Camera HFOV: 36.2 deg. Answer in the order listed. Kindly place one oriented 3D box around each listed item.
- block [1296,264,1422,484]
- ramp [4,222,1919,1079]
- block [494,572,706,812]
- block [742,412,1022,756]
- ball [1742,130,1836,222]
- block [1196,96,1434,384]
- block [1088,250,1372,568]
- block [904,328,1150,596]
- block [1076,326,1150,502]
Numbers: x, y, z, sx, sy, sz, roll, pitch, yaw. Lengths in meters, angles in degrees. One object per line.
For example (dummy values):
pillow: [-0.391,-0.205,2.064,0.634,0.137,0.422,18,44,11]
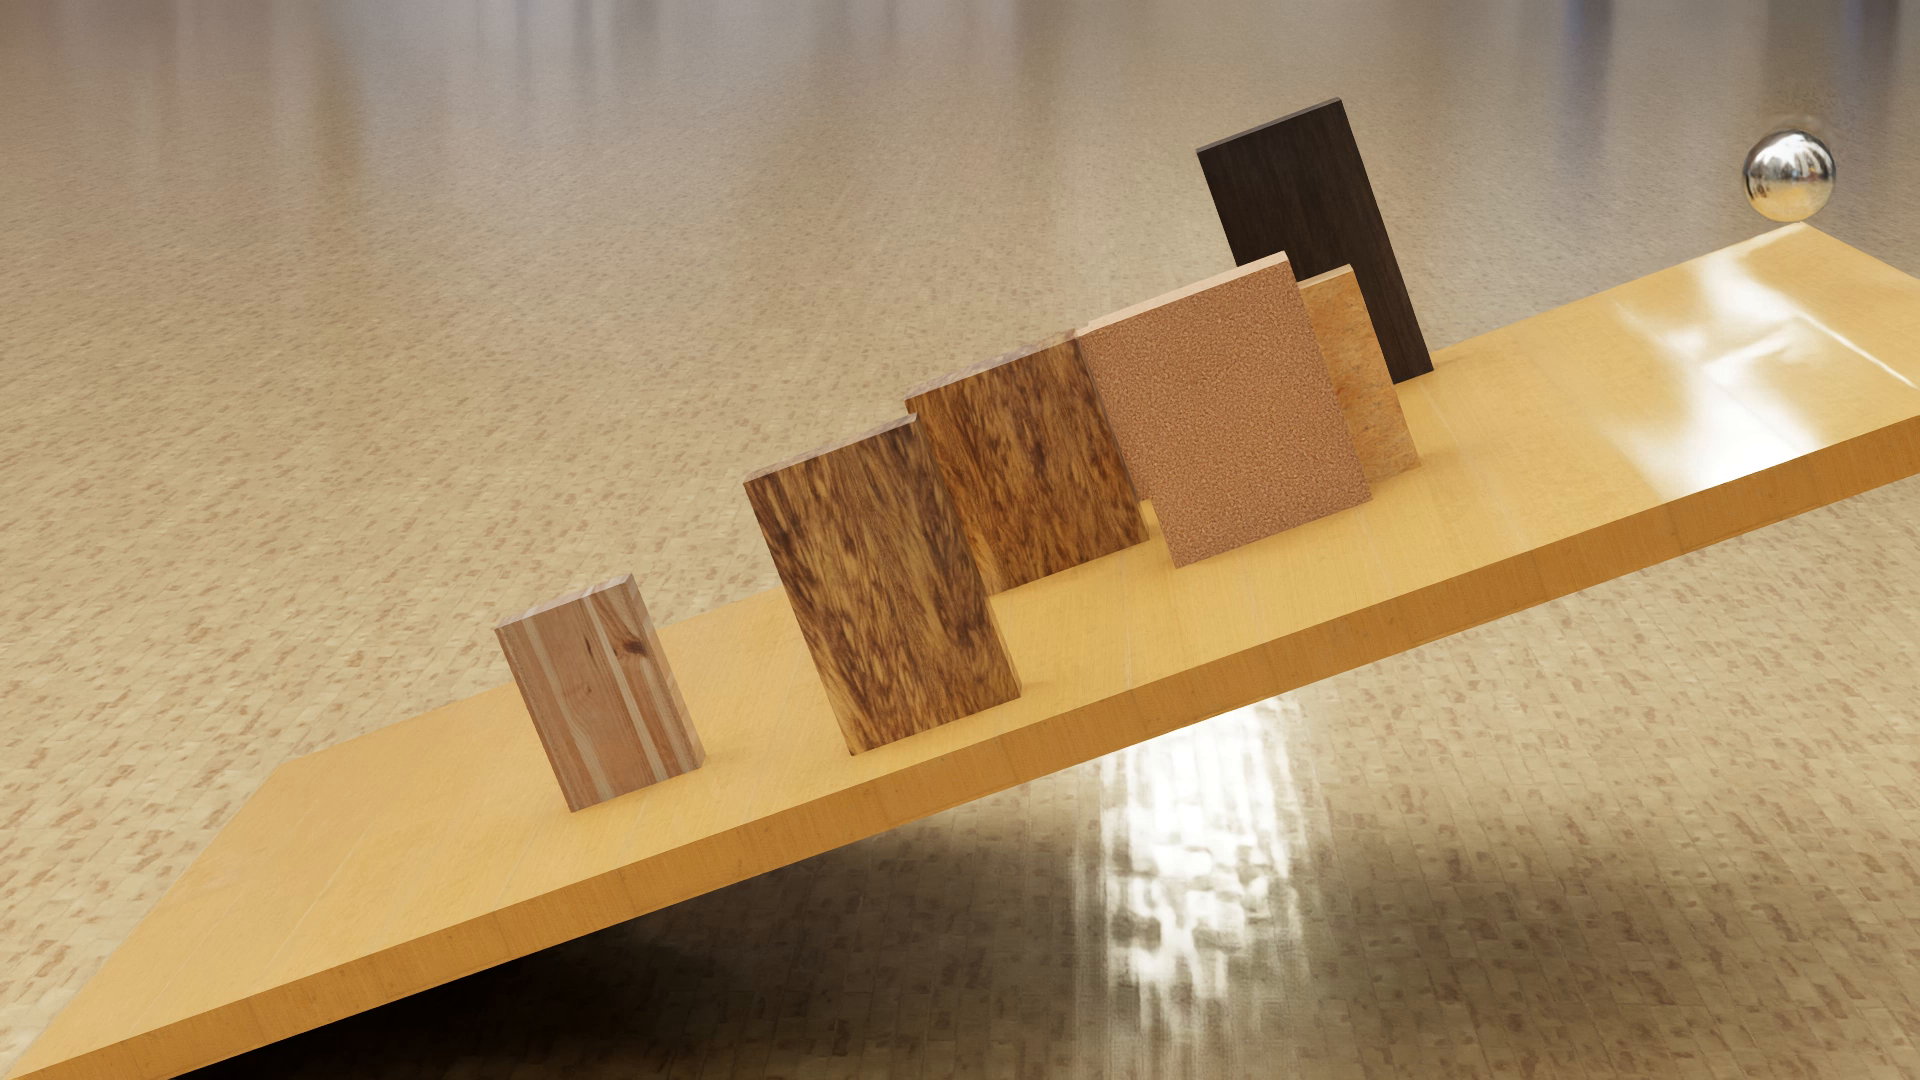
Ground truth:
block: [0.681,-0.291,6.110,0.425,0.434,0.098,-20,12,7]
ramp: [0.117,0.176,6.296,4.000,0.100,2.000,-20,12,7]
block: [-0.719,0.306,5.898,0.282,0.406,0.087,-20,12,7]
block: [-0.142,0.084,5.512,0.341,0.560,0.093,-20,12,7]
ball: [1.688,-0.742,5.992,0.186,0.186,0.186,0,13,0]
block: [0.836,-0.660,6.930,0.353,0.675,0.096,-20,12,7]
block: [0.550,-0.265,5.998,0.423,0.521,0.138,-20,12,7]
block: [0.147,-0.166,6.390,0.390,0.468,0.150,-20,12,7]
block: [0.424,-0.314,6.736,0.245,0.408,0.099,-20,12,7]
